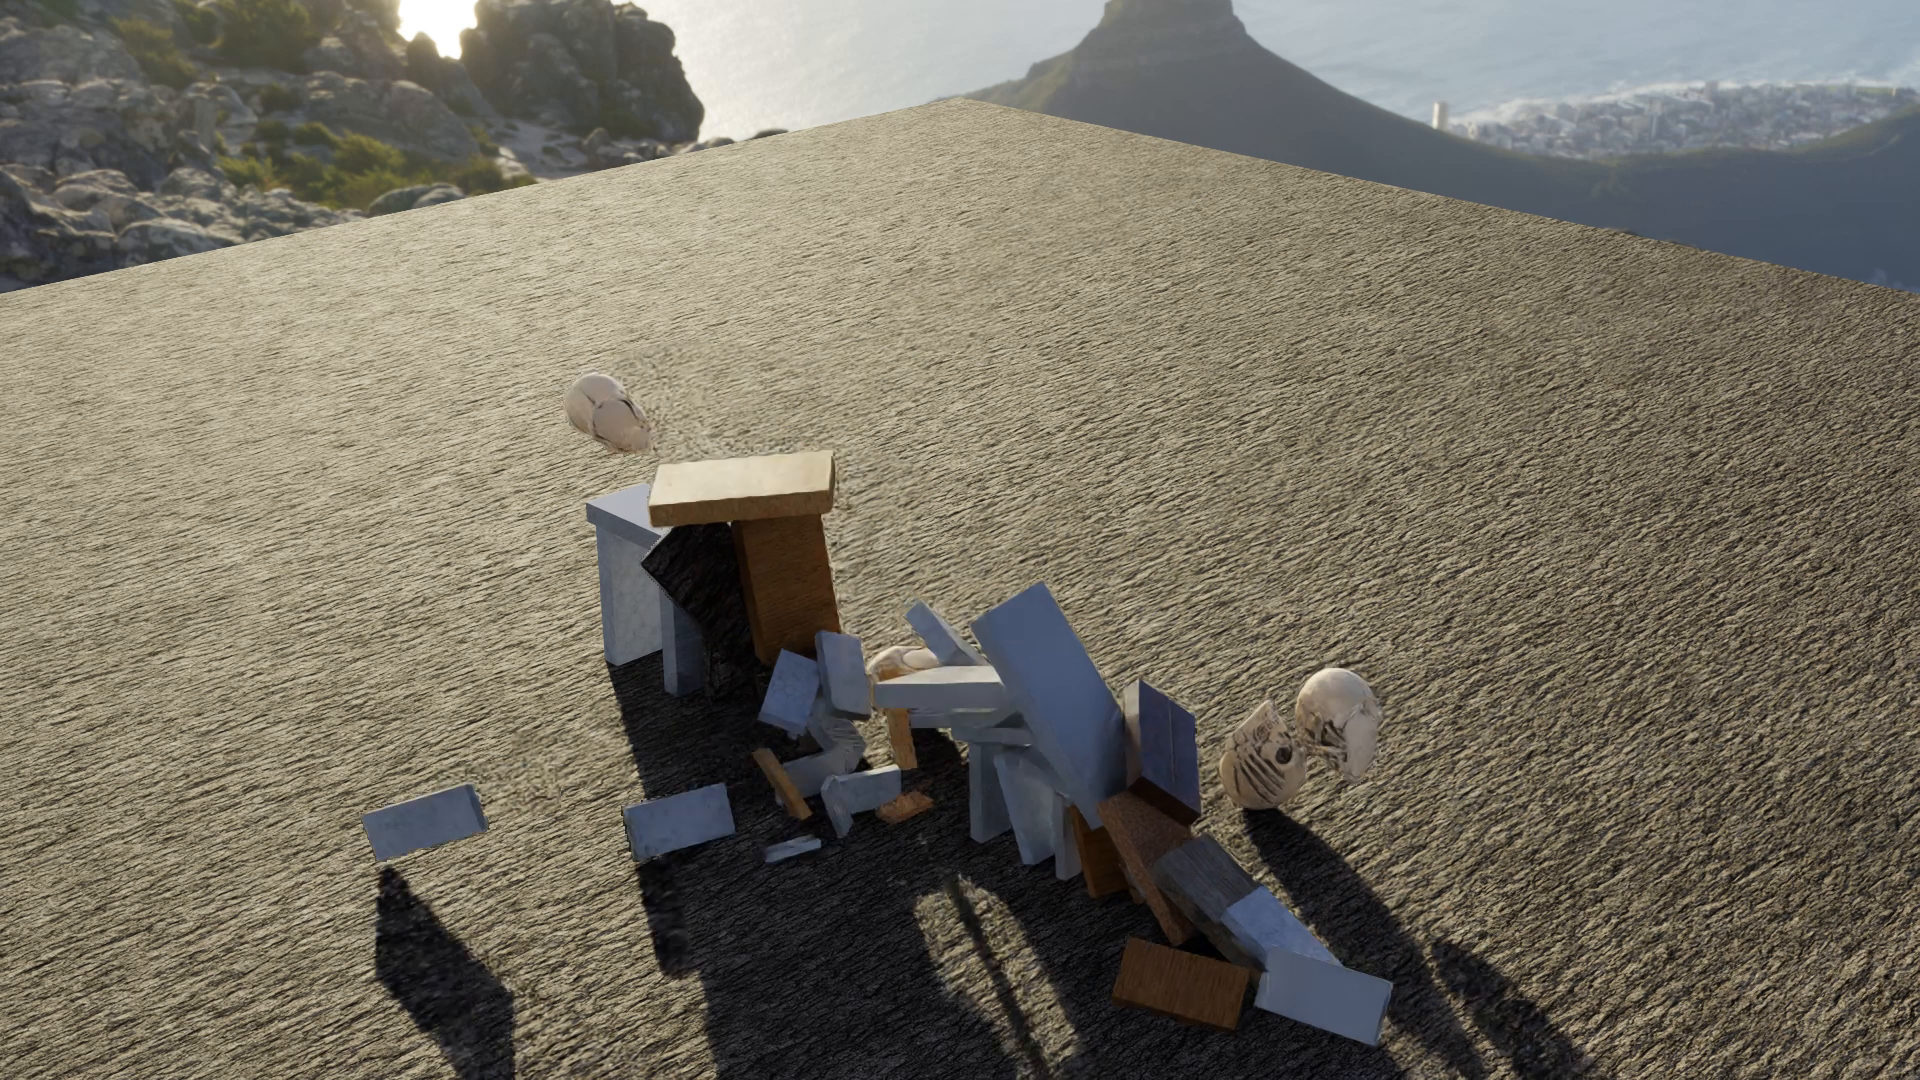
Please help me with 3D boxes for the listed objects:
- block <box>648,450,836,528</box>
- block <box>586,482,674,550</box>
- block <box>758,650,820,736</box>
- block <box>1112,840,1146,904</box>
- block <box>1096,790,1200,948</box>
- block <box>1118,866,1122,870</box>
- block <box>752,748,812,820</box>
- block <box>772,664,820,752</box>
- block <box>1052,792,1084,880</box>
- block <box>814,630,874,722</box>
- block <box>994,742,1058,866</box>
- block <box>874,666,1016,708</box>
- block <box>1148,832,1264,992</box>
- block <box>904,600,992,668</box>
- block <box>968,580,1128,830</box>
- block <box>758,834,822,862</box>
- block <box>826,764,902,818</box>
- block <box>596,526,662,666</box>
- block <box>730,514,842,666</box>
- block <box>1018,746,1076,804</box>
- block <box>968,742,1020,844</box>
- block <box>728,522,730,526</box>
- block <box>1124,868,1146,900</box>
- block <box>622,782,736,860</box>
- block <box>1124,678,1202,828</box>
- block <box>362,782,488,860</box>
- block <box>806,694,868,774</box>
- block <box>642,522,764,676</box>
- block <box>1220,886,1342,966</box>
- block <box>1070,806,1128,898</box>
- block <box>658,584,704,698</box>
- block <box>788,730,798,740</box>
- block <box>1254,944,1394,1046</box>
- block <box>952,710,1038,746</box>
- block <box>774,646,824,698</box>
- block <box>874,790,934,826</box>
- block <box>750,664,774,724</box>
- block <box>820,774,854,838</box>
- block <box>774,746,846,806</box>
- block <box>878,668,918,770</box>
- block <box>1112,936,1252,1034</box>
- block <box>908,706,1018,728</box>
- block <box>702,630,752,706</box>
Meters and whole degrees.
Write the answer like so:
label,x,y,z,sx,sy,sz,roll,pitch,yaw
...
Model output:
label,x,y,z,sx,sy,sz,roll,pitch,yaw
block,-0.433,-0.103,4.404,0.356,0.050,0.178,-5,28,2
block,-0.668,-0.041,4.931,0.338,0.048,0.169,21,31,41
block,-0.340,0.306,4.447,0.095,0.027,0.190,20,39,-4
block,0.336,0.610,4.154,0.069,0.138,0.020,-19,-1,-43
block,0.381,0.591,4.063,0.145,0.290,0.041,-20,-14,-40
block,0.355,0.596,4.209,0.020,0.069,0.138,-15,32,43
block,-0.356,0.486,4.391,0.022,0.157,0.079,-34,7,-18
block,-0.318,0.330,4.688,0.110,0.221,0.031,-27,17,-35
block,0.220,0.557,4.222,0.087,0.174,0.025,-21,26,-41
block,-0.238,0.278,4.494,0.095,0.027,0.190,13,48,-32
block,0.143,0.510,4.284,0.110,0.220,0.031,-22,8,-41
block,0.017,0.288,4.302,0.177,0.050,0.355,-12,5,-44
block,0.491,0.669,3.973,0.145,0.041,0.290,-21,57,-41
block,0.031,0.278,4.683,0.050,0.355,0.177,-43,44,2
block,0.201,0.308,4.148,0.177,0.448,0.050,-29,-2,-42
block,-0.333,0.601,4.284,0.112,0.016,0.056,-14,9,-22
block,-0.196,0.509,4.459,0.157,0.079,0.022,-10,24,-21
block,-0.748,0.106,5.079,0.048,0.338,0.169,21,31,41
block,-0.359,0.062,4.516,0.178,0.356,0.050,-22,28,-27
block,0.206,0.449,4.206,0.174,0.025,0.087,31,37,33
block,0.069,0.480,4.346,0.031,0.220,0.110,21,32,40
block,-0.472,-0.035,4.714,0.118,0.034,0.237,-17,27,-33
block,0.375,0.656,4.102,0.069,0.020,0.138,-21,62,-40
block,-0.551,0.553,4.323,0.206,0.103,0.029,-13,-2,-27
block,0.380,0.398,4.142,0.145,0.041,0.290,35,29,-19
block,-1.031,0.542,4.236,0.242,0.095,0.027,-17,6,20
block,-0.282,0.378,4.615,0.031,0.221,0.110,-30,13,24
block,-0.485,0.105,4.566,0.050,0.423,0.178,31,75,39
block,0.576,0.721,3.901,0.109,0.031,0.219,-22,58,-41
block,0.269,0.582,4.177,0.087,0.174,0.025,-12,-2,-27
block,-0.589,0.168,4.933,0.048,0.338,0.169,21,31,41
block,-0.344,0.341,4.747,0.081,0.162,0.023,-20,20,-39
block,0.624,0.781,3.780,0.219,0.109,0.031,14,-5,29
block,0.098,0.359,4.259,0.110,0.031,0.220,-23,14,-41
block,-0.324,0.240,4.604,0.110,0.031,0.220,-26,45,-31
block,-0.113,0.543,4.461,0.112,0.016,0.056,-20,30,-39
block,-0.418,0.313,4.814,0.081,0.162,0.023,-21,21,-40
block,-0.245,0.529,4.368,0.016,0.112,0.056,-12,22,20
block,-0.308,0.484,4.516,0.158,0.079,0.022,-15,20,-31
block,-0.128,0.368,4.507,0.029,0.206,0.103,-10,-3,-11
block,0.383,0.769,3.802,0.219,0.031,0.109,12,67,17
block,0.011,0.336,4.323,0.206,0.029,0.103,-5,14,38
block,-0.516,0.156,4.854,0.118,0.422,0.034,-21,31,-41
